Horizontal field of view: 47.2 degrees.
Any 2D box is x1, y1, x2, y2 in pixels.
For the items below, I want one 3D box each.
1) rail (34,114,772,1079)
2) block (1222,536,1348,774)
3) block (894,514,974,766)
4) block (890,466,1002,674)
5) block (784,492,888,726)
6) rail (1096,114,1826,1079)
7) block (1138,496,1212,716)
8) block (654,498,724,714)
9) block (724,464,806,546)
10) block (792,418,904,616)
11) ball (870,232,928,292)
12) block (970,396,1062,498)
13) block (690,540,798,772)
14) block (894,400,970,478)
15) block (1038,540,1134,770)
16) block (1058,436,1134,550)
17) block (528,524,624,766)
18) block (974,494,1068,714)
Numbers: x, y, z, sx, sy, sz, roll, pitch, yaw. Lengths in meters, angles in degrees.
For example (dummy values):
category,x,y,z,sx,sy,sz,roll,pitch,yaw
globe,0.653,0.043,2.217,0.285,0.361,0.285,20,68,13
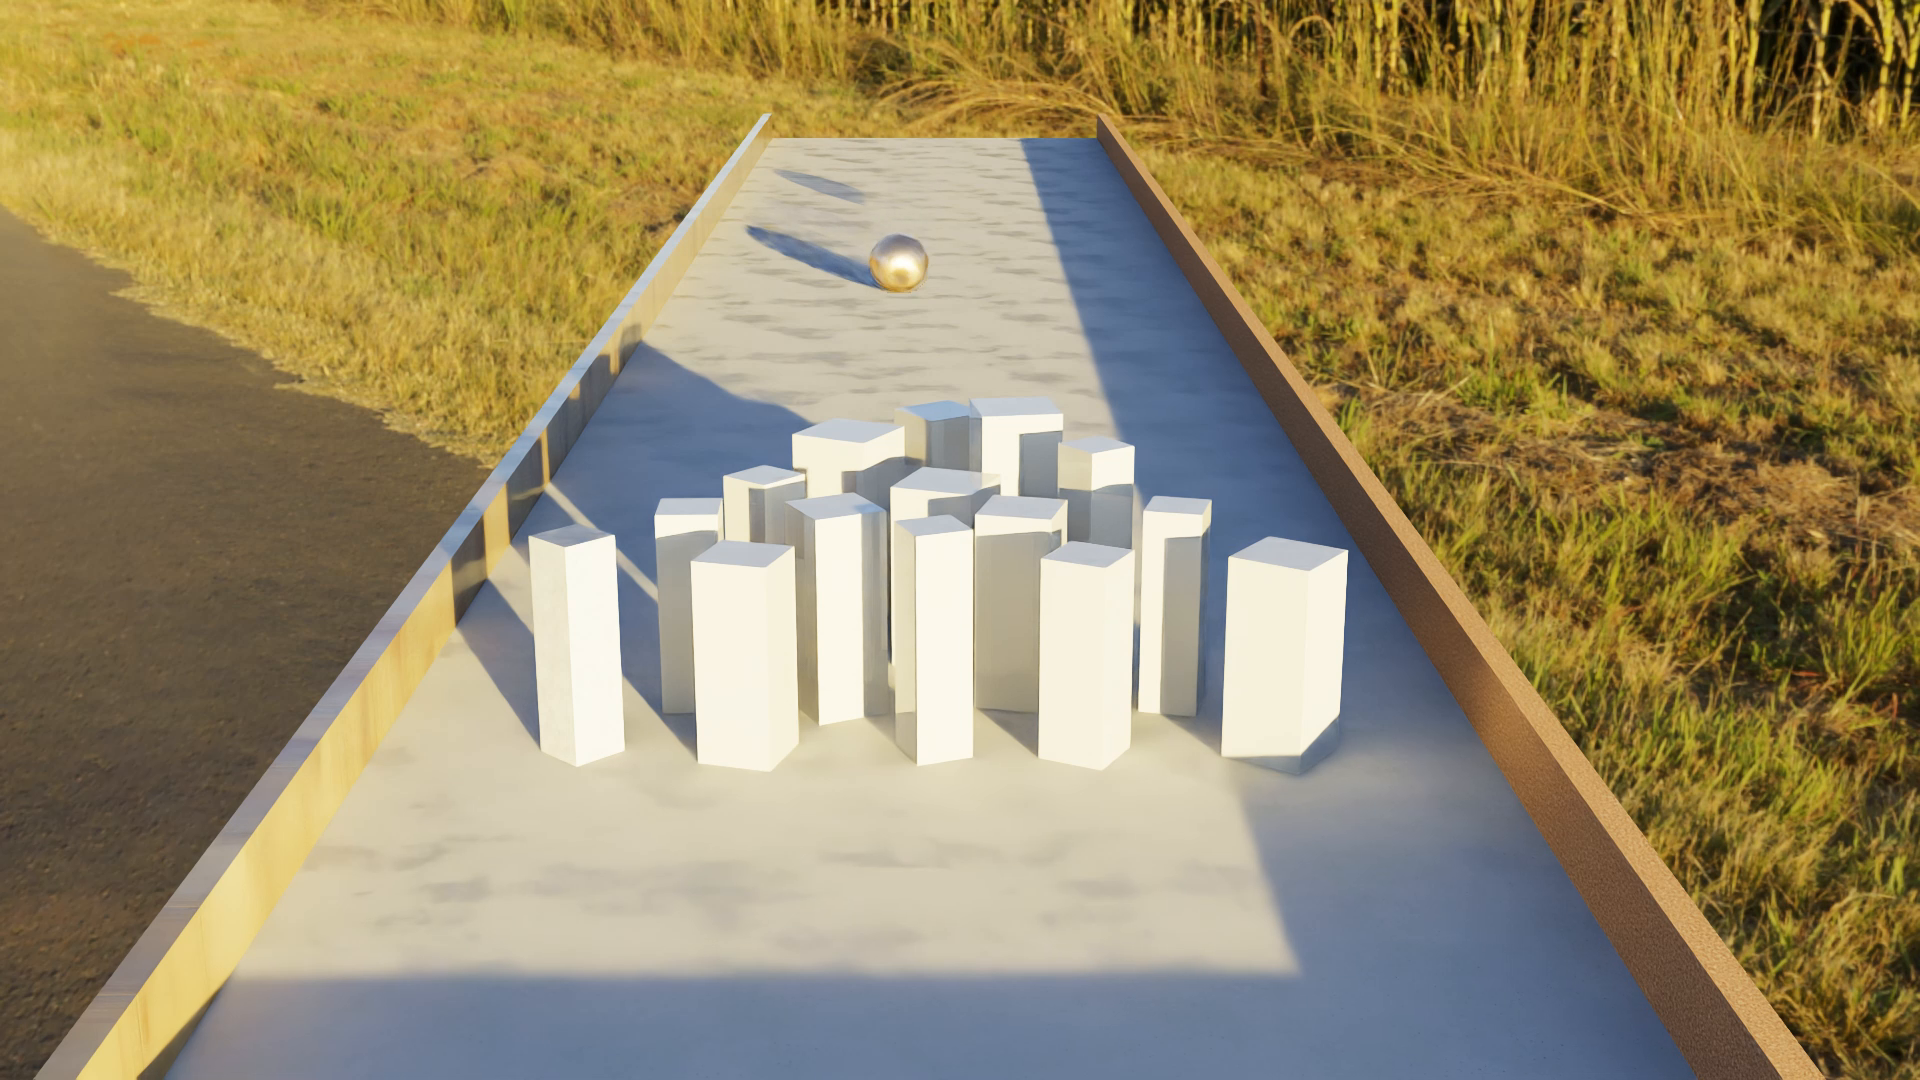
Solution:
category,x,y,z,sx,sy,sz,roll,pitch,yaw
rail,-1.118,-0.838,7.780,0.050,0.150,12.000,0,17,-1
block,0.574,0.202,3.895,0.154,0.372,0.154,11,20,33
block,-0.047,0.177,3.891,0.106,0.422,0.106,-7,18,-22
block,-0.027,0.060,4.382,0.168,0.368,0.168,6,18,20
block,-0.230,0.127,4.108,0.142,0.395,0.142,-8,19,-26
rail,0.932,-0.844,7.801,0.050,0.150,12.000,0,17,-1
block,0.403,0.124,4.122,0.109,0.392,0.109,4,17,14
block,-0.503,0.123,4.134,0.115,0.387,0.115,0,17,-2
block,-0.385,0.054,4.377,0.113,0.380,0.113,13,21,38
block,-0.233,-0.038,4.656,0.170,0.399,0.170,9,19,27
ball,-0.233,-1.059,8.393,0.226,0.226,0.226,0,17,0
block,0.115,-0.060,4.629,0.167,0.455,0.167,-3,17,-9
block,-0.378,0.203,3.888,0.137,0.374,0.137,5,17,16
block,-0.043,-0.101,4.890,0.147,0.385,0.147,-11,20,-33
block,0.224,0.203,3.891,0.123,0.372,0.123,9,19,27
block,0.267,0.023,4.382,0.106,0.439,0.106,-12,20,-34
block,-0.678,0.185,3.895,0.106,0.404,0.106,15,22,42
block,0.115,0.120,4.158,0.144,0.379,0.144,4,17,14
